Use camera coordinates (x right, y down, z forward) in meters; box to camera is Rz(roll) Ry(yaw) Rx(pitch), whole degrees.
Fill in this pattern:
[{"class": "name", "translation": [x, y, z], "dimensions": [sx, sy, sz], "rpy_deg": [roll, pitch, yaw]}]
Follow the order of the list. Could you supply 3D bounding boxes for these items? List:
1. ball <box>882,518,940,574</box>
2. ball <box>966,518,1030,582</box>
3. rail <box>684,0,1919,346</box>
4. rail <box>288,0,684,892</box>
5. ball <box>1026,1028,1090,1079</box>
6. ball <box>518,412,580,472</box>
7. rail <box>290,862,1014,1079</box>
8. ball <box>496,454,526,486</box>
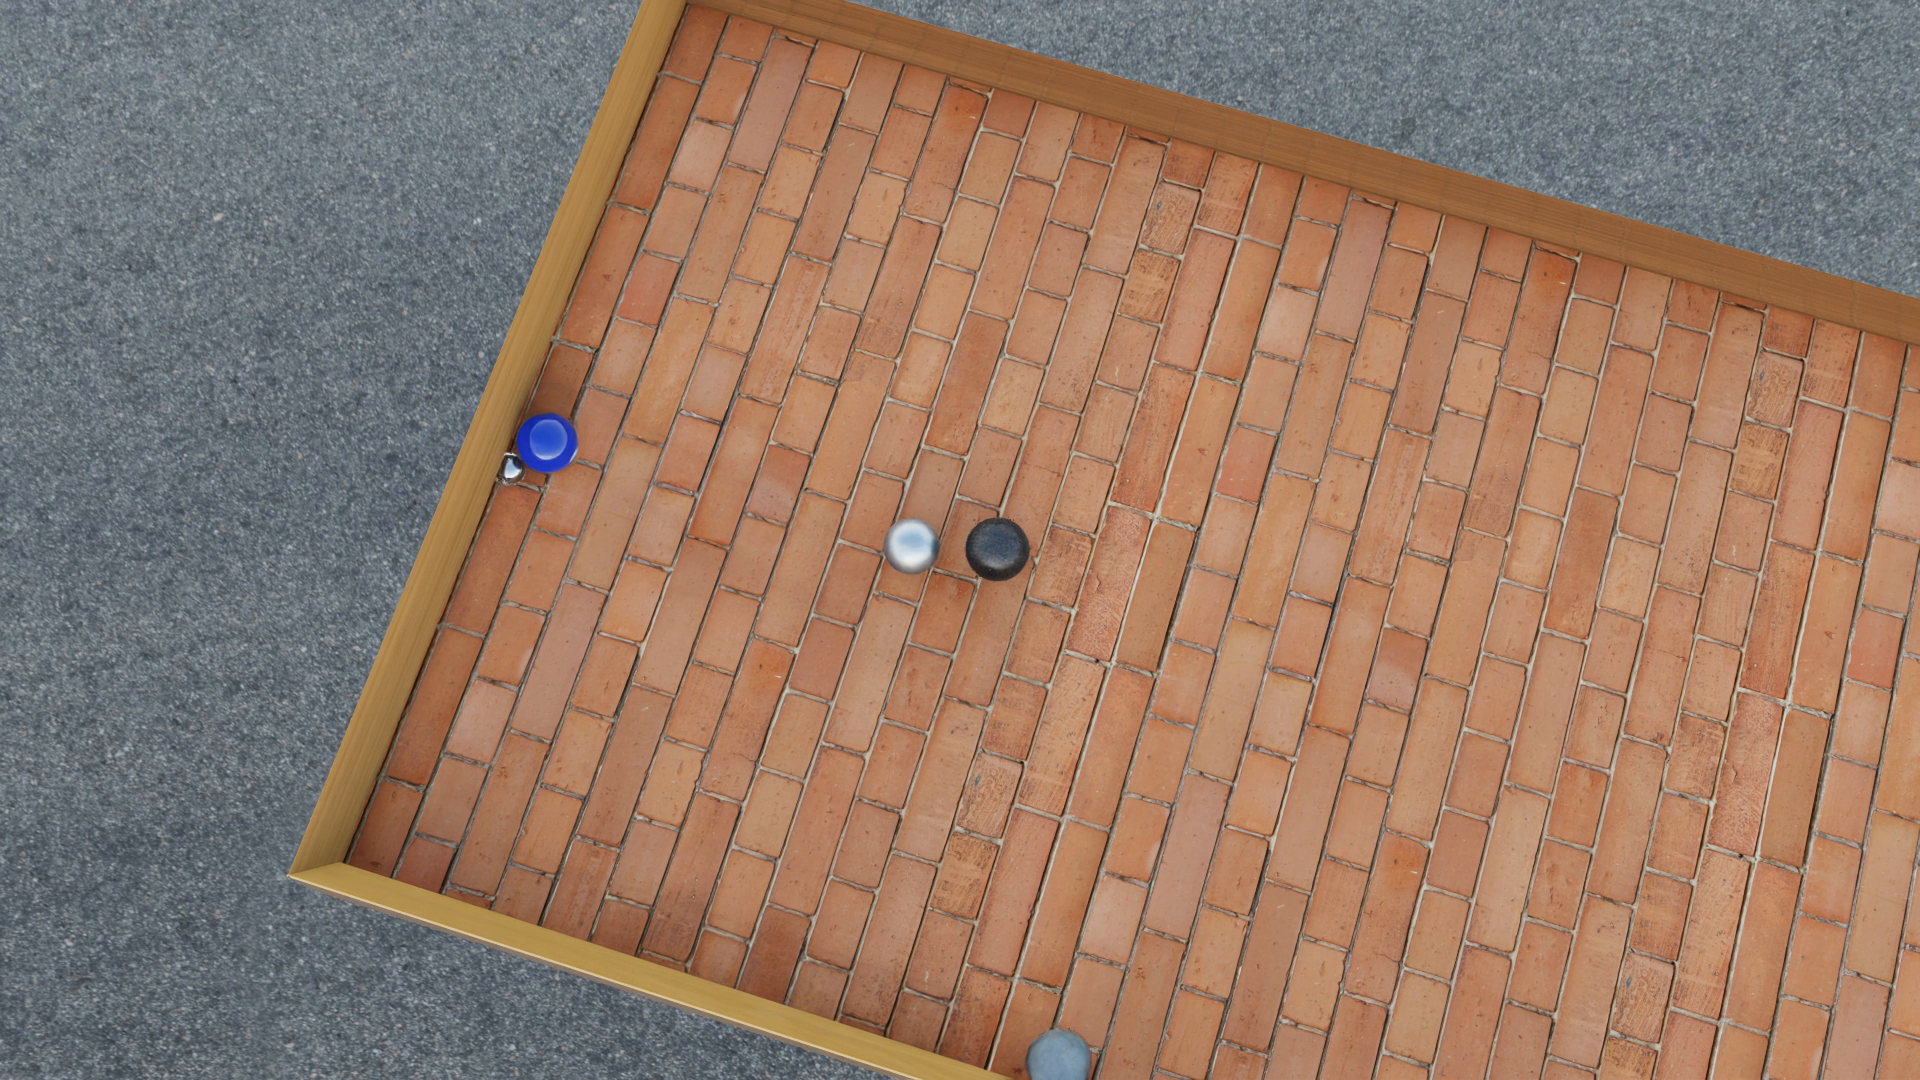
[{"class": "ball", "translation": [-0.074, 0.010, 3.378], "dimensions": [0.088, 0.088, 0.088], "rpy_deg": [0, 73, 0]}, {"class": "ball", "translation": [0.057, 0.014, 3.371], "dimensions": [0.099, 0.099, 0.099], "rpy_deg": [0, 73, 0]}, {"class": "rail", "translation": [0.954, -0.492, 3.514], "dimensions": [3.033, 0.129, 0.045], "rpy_deg": [17, 73, 5]}, {"class": "rail", "translation": [-0.701, -0.217, 3.427], "dimensions": [0.045, 0.129, 1.590], "rpy_deg": [17, 73, 5]}, {"class": "ball", "translation": [0.140, 0.746, 3.144], "dimensions": [0.092, 0.092, 0.092], "rpy_deg": [0, 73, 0]}, {"class": "ball", "translation": [-0.642, -0.152, 3.425], "dimensions": [0.095, 0.095, 0.095], "rpy_deg": [0, 73, 0]}, {"class": "rail", "translation": [0.493, 0.911, 3.072], "dimensions": [3.033, 0.129, 0.045], "rpy_deg": [17, 73, 5]}, {"class": "ball", "translation": [-0.704, -0.110, 3.436], "dimensions": [0.050, 0.050, 0.050], "rpy_deg": [0, 73, 0]}]
